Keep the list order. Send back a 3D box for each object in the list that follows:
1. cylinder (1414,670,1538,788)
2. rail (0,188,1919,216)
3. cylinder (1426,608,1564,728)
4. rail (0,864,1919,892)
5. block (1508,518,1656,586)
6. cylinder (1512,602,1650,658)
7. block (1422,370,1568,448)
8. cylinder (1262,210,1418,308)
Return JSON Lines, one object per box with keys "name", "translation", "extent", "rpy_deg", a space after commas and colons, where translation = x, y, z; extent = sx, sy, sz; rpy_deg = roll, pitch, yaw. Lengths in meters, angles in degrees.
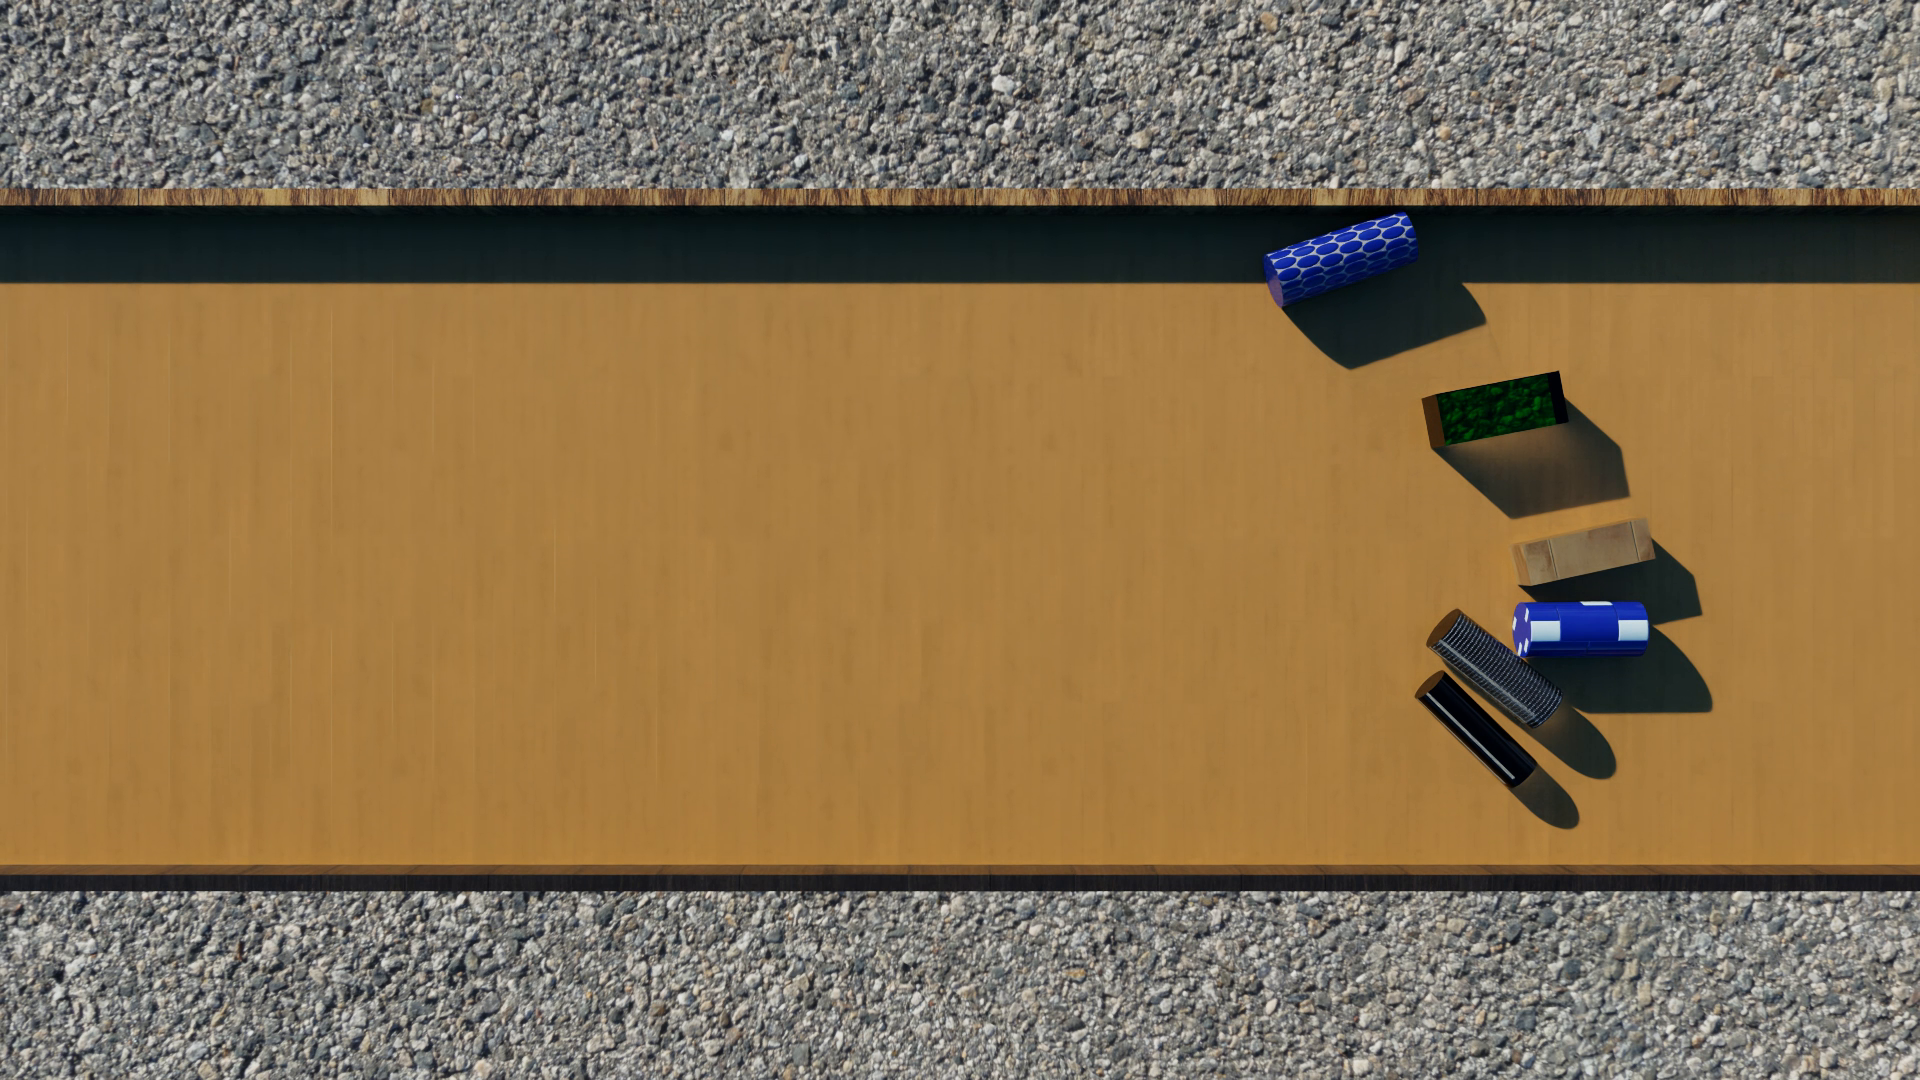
{"name": "cylinder", "translation": [1.568, 0.575, 5.016], "extent": [0.392, 0.121, 0.121], "rpy_deg": [44, 90, 0]}
{"name": "rail", "translation": [-2.247, -1.025, 5.002], "extent": [12.000, 0.150, 0.050], "rpy_deg": [0, 90, 0]}
{"name": "cylinder", "translation": [1.620, 0.390, 5.002], "extent": [0.398, 0.150, 0.150], "rpy_deg": [38, 90, 0]}
{"name": "rail", "translation": [-2.247, 1.025, 5.001], "extent": [12.000, 0.150, 0.050], "rpy_deg": [0, 90, 0]}
{"name": "block", "translation": [1.888, 0.035, 5.014], "extent": [0.382, 0.125, 0.125], "rpy_deg": [-12, 90, 0]}
{"name": "cylinder", "translation": [1.876, 0.271, 4.991], "extent": [0.351, 0.168, 0.168], "rpy_deg": [-1, 90, 0]}
{"name": "block", "translation": [1.618, -0.393, 4.998], "extent": [0.374, 0.156, 0.156], "rpy_deg": [-11, 90, 0]}
{"name": "cylinder", "translation": [1.150, -0.852, 4.992], "extent": [0.428, 0.168, 0.168], "rpy_deg": [-19, 90, 0]}
